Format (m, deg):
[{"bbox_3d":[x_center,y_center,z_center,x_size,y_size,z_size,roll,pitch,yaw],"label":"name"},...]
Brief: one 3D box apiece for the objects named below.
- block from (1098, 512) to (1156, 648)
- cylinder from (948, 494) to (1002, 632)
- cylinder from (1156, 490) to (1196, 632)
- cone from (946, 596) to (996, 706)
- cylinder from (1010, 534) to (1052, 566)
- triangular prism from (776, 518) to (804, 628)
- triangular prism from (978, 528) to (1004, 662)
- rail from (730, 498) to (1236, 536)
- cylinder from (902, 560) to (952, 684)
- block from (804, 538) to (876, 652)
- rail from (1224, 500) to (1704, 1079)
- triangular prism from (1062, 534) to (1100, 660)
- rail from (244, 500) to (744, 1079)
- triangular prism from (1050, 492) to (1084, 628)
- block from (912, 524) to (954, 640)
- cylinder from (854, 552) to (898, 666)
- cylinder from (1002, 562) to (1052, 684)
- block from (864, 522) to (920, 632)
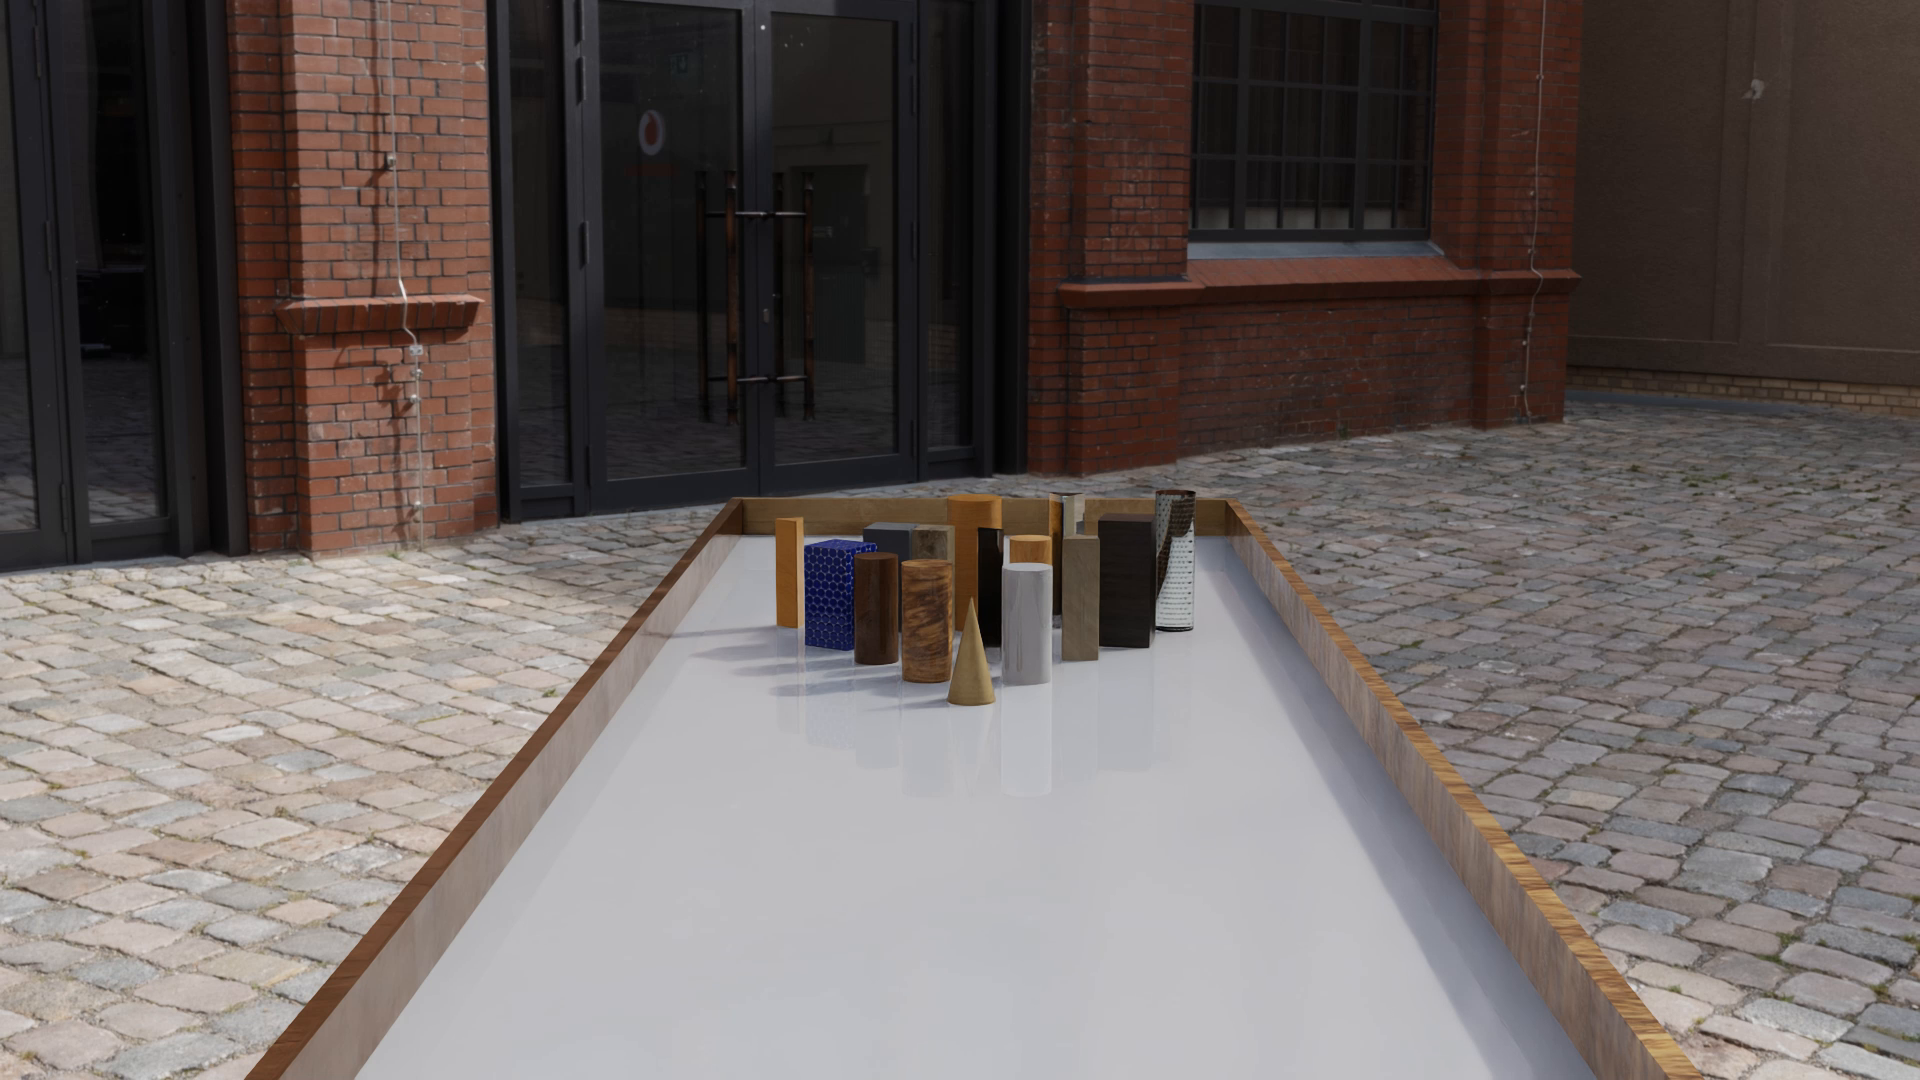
[{"bbox_3d":[0.527,0.126,6.938,0.165,0.399,0.165,2,9,11],"label":"block"},{"bbox_3d":[0.048,0.073,7.182,0.178,0.427,0.178,0,9,0],"label":"cylinder"},{"bbox_3d":[0.698,0.067,7.156,0.131,0.448,0.131,0,9,0],"label":"cylinder"},{"bbox_3d":[0.032,0.301,6.147,0.138,0.301,0.138,0,9,0],"label":"cone"},{"bbox_3d":[0.222,0.158,6.945,0.133,0.333,0.133,0,9,0],"label":"cylinder"},{"bbox_3d":[-0.542,0.105,7.217,0.093,0.354,0.080,7,12,39],"label":"triangular prism"},{"bbox_3d":[0.075,0.166,6.666,0.089,0.405,0.077,-4,10,-26],"label":"triangular prism"},{"bbox_3d":[0.099,-0.098,9.147,2.100,0.150,0.050,0,9,1],"label":"rail"},{"bbox_3d":[-0.097,0.236,6.429,0.149,0.341,0.149,0,9,0],"label":"cylinder"},{"bbox_3d":[-0.375,0.171,6.918,0.163,0.317,0.163,6,11,33],"label":"block"},{"bbox_3d":[1.046,0.843,3.208,0.050,0.150,12.000,0,9,1],"label":"rail"},{"bbox_3d":[0.364,0.174,6.715,0.112,0.375,0.097,0,9,-3],"label":"triangular prism"},{"bbox_3d":[-1.004,0.839,3.234,0.050,0.150,12.000,0,9,1],"label":"rail"},{"bbox_3d":[0.334,0.063,7.219,0.099,0.435,0.115,7,11,37],"label":"triangular prism"},{"bbox_3d":[-0.082,0.142,6.946,0.111,0.366,0.111,2,9,12],"label":"block"},{"bbox_3d":[-0.254,0.207,6.671,0.136,0.323,0.136,0,9,0],"label":"cylinder"},{"bbox_3d":[0.195,0.243,6.409,0.148,0.334,0.148,0,9,0],"label":"cylinder"},{"bbox_3d":[-0.220,0.120,7.179,0.153,0.335,0.153,2,9,13],"label":"block"}]
